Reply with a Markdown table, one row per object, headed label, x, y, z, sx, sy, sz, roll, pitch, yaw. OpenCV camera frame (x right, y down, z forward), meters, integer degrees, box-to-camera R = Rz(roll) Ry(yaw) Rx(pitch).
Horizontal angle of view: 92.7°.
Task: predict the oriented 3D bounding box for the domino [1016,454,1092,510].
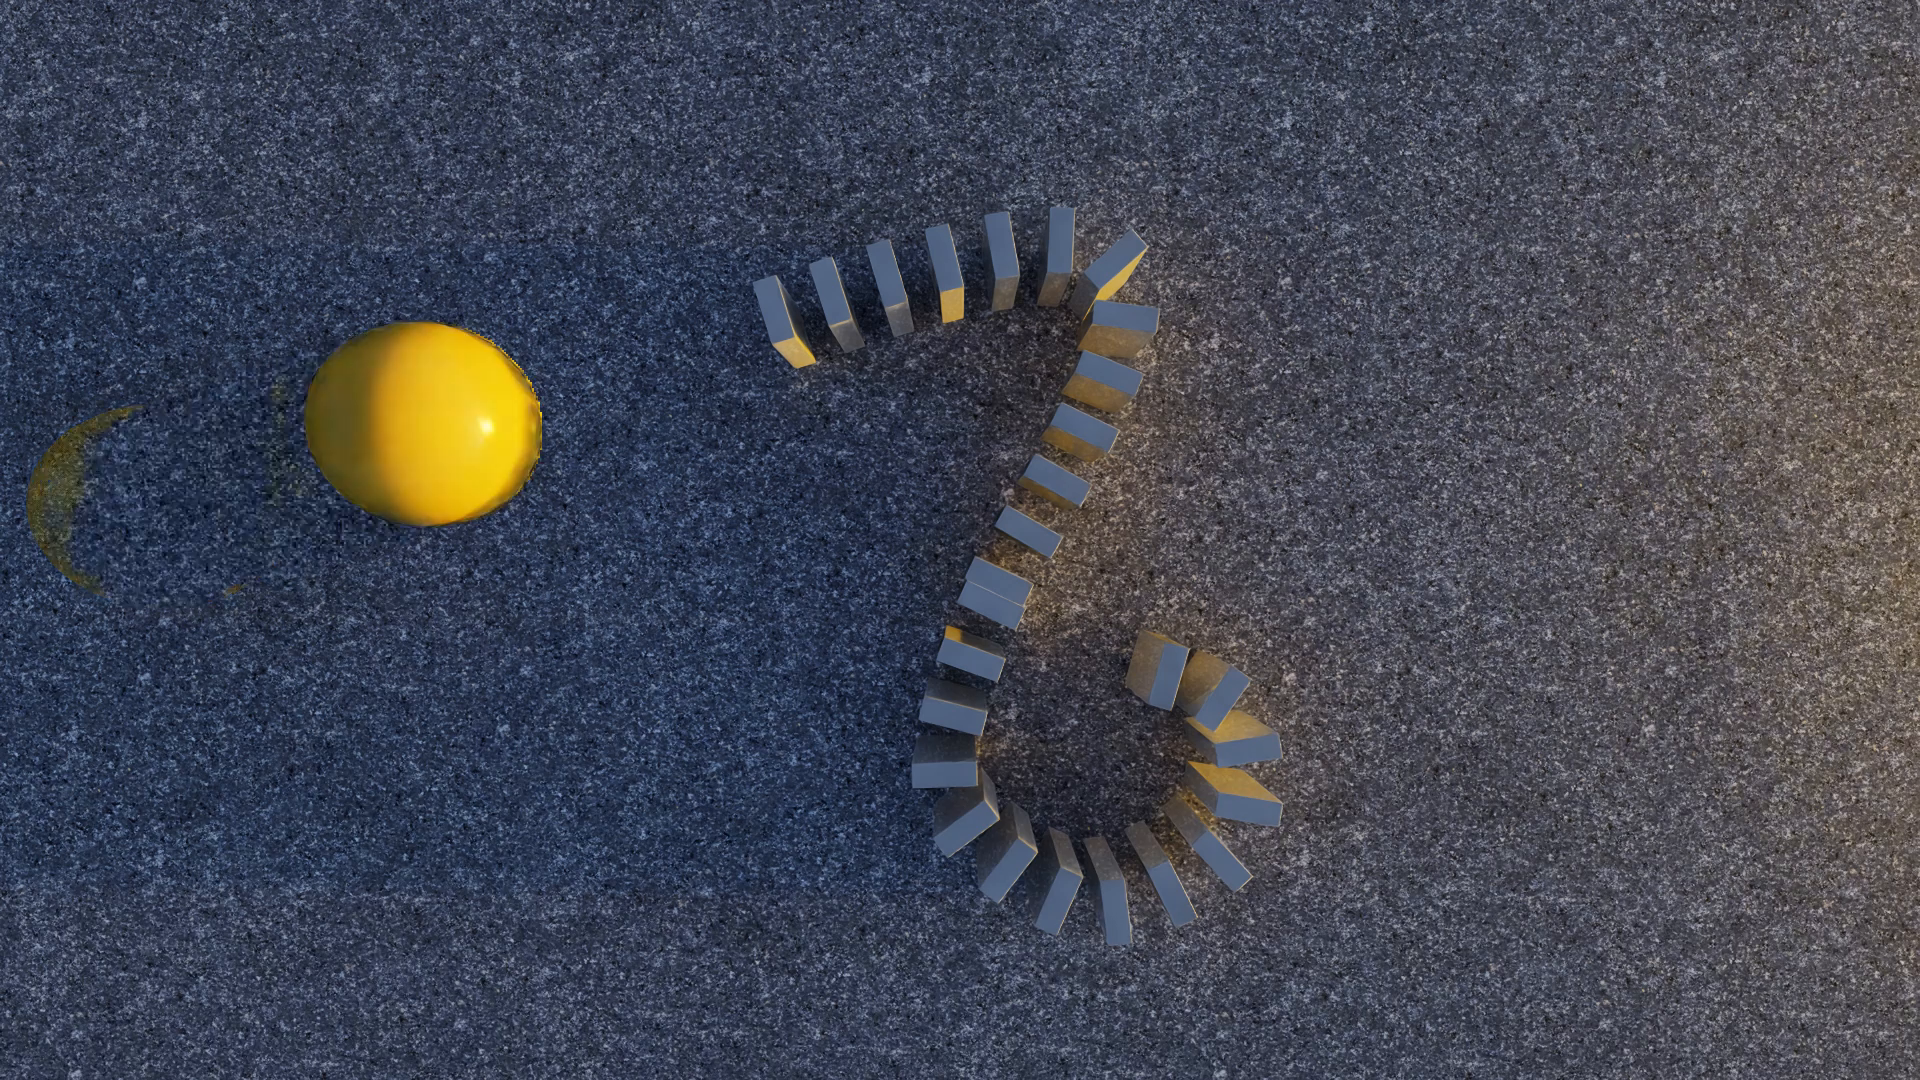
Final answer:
| label | x | y | z | sx | sy | sz | roll | pitch | yaw |
| --- | --- | --- | --- | --- | --- | --- | --- | --- | --- |
| domino | 0.037 | -0.023 | 0.375 | 0.025 | 0.050 | 0.010 | 29 | 90 | 0 |

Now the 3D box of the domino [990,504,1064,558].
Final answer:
| label | x | y | z | sx | sy | sz | roll | pitch | yaw |
| --- | --- | --- | --- | --- | --- | --- | --- | --- | --- |
| domino | 0.026 | -0.003 | 0.375 | 0.025 | 0.050 | 0.009 | 30 | 90 | 0 |

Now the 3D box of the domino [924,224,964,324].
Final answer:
| label | x | y | z | sx | sy | sz | roll | pitch | yaw |
| --- | --- | --- | --- | --- | --- | --- | --- | --- | --- |
| domino | -0.006 | -0.108 | 0.375 | 0.009 | 0.050 | 0.025 | -14 | 90 | 0 |

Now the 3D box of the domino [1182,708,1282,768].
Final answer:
| label | x | y | z | sx | sy | sz | roll | pitch | yaw |
| --- | --- | --- | --- | --- | --- | --- | --- | --- | --- |
| domino | 0.110 | 0.080 | 0.375 | 0.025 | 0.050 | 0.010 | -9 | 90 | 0 |

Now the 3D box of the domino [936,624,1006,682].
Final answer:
| label | x | y | z | sx | sy | sz | roll | pitch | yaw |
| --- | --- | --- | --- | --- | --- | --- | --- | --- | --- |
| domino | 0.004 | 0.046 | 0.375 | 0.025 | 0.050 | 0.010 | 20 | 90 | 0 |

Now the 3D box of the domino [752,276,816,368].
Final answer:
| label | x | y | z | sx | sy | sz | roll | pitch | yaw |
| --- | --- | --- | --- | --- | --- | --- | --- | --- | --- |
| domino | -0.071 | -0.088 | 0.375 | 0.010 | 0.050 | 0.025 | -17 | 90 | 0 |

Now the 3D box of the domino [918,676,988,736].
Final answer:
| label | x | y | z | sx | sy | sz | roll | pitch | yaw |
| --- | --- | --- | --- | --- | --- | --- | --- | --- | --- |
| domino | -0.003 | 0.067 | 0.375 | 0.025 | 0.050 | 0.010 | 15 | 90 | 0 |

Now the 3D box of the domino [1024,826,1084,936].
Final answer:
| label | x | y | z | sx | sy | sz | roll | pitch | yaw |
| --- | --- | --- | --- | --- | --- | --- | --- | --- | --- |
| domino | 0.038 | 0.138 | 0.375 | 0.010 | 0.050 | 0.025 | 24 | 90 | 0 |

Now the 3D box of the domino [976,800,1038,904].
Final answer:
| label | x | y | z | sx | sy | sz | roll | pitch | yaw |
| --- | --- | --- | --- | --- | --- | --- | --- | --- | --- |
| domino | 0.018 | 0.126 | 0.375 | 0.010 | 0.050 | 0.025 | 38 | 90 | 0 |

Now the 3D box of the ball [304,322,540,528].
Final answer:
| label | x | y | z | sx | sy | sz | roll | pitch | yaw |
| --- | --- | --- | --- | --- | --- | --- | --- | --- | --- |
| ball | -0.209 | -0.045 | 0.360 | 0.080 | 0.080 | 0.080 | 0 | 90 | 0 |

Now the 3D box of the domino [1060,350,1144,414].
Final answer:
| label | x | y | z | sx | sy | sz | roll | pitch | yaw |
| --- | --- | --- | --- | --- | --- | --- | --- | --- | --- |
| domino | 0.057 | -0.064 | 0.375 | 0.025 | 0.050 | 0.010 | 22 | 90 | 0 |

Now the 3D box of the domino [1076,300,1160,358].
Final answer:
| label | x | y | z | sx | sy | sz | roll | pitch | yaw |
| --- | --- | --- | --- | --- | --- | --- | --- | --- | --- |
| domino | 0.063 | -0.086 | 0.375 | 0.025 | 0.050 | 0.010 | 8 | 90 | 0 |

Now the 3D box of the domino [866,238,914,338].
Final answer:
| label | x | y | z | sx | sy | sz | roll | pitch | yaw |
| --- | --- | --- | --- | --- | --- | --- | --- | --- | --- |
| domino | -0.028 | -0.102 | 0.375 | 0.010 | 0.050 | 0.025 | -17 | 90 | 0 |

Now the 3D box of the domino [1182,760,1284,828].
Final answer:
| label | x | y | z | sx | sy | sz | roll | pitch | yaw |
| --- | --- | --- | --- | --- | --- | --- | --- | --- | --- |
| domino | 0.110 | 0.103 | 0.375 | 0.025 | 0.050 | 0.009 | 10 | 90 | 0 |

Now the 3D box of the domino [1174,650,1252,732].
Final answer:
| label | x | y | z | sx | sy | sz | roll | pitch | yaw |
| --- | --- | --- | --- | --- | --- | --- | --- | --- | --- |
| domino | 0.101 | 0.061 | 0.375 | 0.009 | 0.050 | 0.025 | 35 | 90 | 0 |

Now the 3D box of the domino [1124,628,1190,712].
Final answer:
| label | x | y | z | sx | sy | sz | roll | pitch | yaw |
| --- | --- | --- | --- | --- | --- | --- | --- | --- | --- |
| domino | 0.080 | 0.052 | 0.375 | 0.010 | 0.050 | 0.025 | 16 | 90 | 0 |

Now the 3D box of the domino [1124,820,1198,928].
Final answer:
| label | x | y | z | sx | sy | sz | roll | pitch | yaw |
| --- | --- | --- | --- | --- | --- | --- | --- | --- | --- |
| domino | 0.081 | 0.135 | 0.375 | 0.010 | 0.050 | 0.025 | -26 | 90 | 0 |

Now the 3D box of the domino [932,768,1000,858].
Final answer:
| label | x | y | z | sx | sy | sz | roll | pitch | yaw |
| --- | --- | --- | --- | --- | --- | --- | --- | --- | --- |
| domino | 0.002 | 0.110 | 0.375 | 0.025 | 0.050 | 0.009 | -37 | 90 | 0 |

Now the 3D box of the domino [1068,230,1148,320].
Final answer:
| label | x | y | z | sx | sy | sz | roll | pitch | yaw |
| --- | --- | --- | --- | --- | --- | --- | --- | --- | --- |
| domino | 0.059 | -0.107 | 0.375 | 0.025 | 0.050 | 0.010 | -42 | 90 | 0 |

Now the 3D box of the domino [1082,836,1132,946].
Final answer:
| label | x | y | z | sx | sy | sz | roll | pitch | yaw |
| --- | --- | --- | --- | --- | --- | --- | --- | --- | --- |
| domino | 0.060 | 0.142 | 0.375 | 0.009 | 0.050 | 0.025 | -7 | 90 | 0 |

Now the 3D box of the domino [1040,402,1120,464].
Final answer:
| label | x | y | z | sx | sy | sz | roll | pitch | yaw |
| --- | --- | --- | --- | --- | --- | --- | --- | --- | --- |
| domino | 0.048 | -0.043 | 0.375 | 0.025 | 0.050 | 0.010 | 26 | 90 | 0 |

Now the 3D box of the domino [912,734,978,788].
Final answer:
| label | x | y | z | sx | sy | sz | roll | pitch | yaw |
| --- | --- | --- | --- | --- | --- | --- | --- | --- | --- |
| domino | -0.006 | 0.090 | 0.375 | 0.025 | 0.050 | 0.009 | -2 | 90 | 0 |

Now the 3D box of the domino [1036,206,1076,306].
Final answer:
| label | x | y | z | sx | sy | sz | roll | pitch | yaw |
| --- | --- | --- | --- | --- | --- | --- | --- | --- | --- |
| domino | 0.039 | -0.115 | 0.375 | 0.009 | 0.050 | 0.025 | 3 | 90 | 0 |

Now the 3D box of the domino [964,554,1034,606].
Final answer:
| label | x | y | z | sx | sy | sz | roll | pitch | yaw |
| --- | --- | --- | --- | --- | --- | --- | --- | --- | --- |
| domino | 0.015 | 0.016 | 0.375 | 0.025 | 0.050 | 0.010 | 25 | 90 | 0 |

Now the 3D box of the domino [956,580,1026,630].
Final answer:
| label | x | y | z | sx | sy | sz | roll | pitch | yaw |
| --- | --- | --- | --- | --- | --- | --- | --- | --- | --- |
| domino | 0.012 | 0.025 | 0.375 | 0.025 | 0.050 | 0.010 | 25 | 90 | 0 |

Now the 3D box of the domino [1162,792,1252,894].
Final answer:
| label | x | y | z | sx | sy | sz | roll | pitch | yaw |
| --- | --- | --- | --- | --- | --- | --- | --- | --- | --- |
| domino | 0.100 | 0.123 | 0.375 | 0.010 | 0.050 | 0.025 | -43 | 90 | 0 |

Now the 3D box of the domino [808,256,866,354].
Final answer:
| label | x | y | z | sx | sy | sz | roll | pitch | yaw |
| --- | --- | --- | --- | --- | --- | --- | --- | --- | --- |
| domino | -0.050 | -0.095 | 0.375 | 0.010 | 0.050 | 0.025 | -18 | 90 | 0 |

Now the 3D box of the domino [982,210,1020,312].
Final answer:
| label | x | y | z | sx | sy | sz | roll | pitch | yaw |
| --- | --- | --- | --- | --- | --- | --- | --- | --- | --- |
| domino | 0.016 | -0.113 | 0.375 | 0.010 | 0.050 | 0.025 | -10 | 90 | 0 |
